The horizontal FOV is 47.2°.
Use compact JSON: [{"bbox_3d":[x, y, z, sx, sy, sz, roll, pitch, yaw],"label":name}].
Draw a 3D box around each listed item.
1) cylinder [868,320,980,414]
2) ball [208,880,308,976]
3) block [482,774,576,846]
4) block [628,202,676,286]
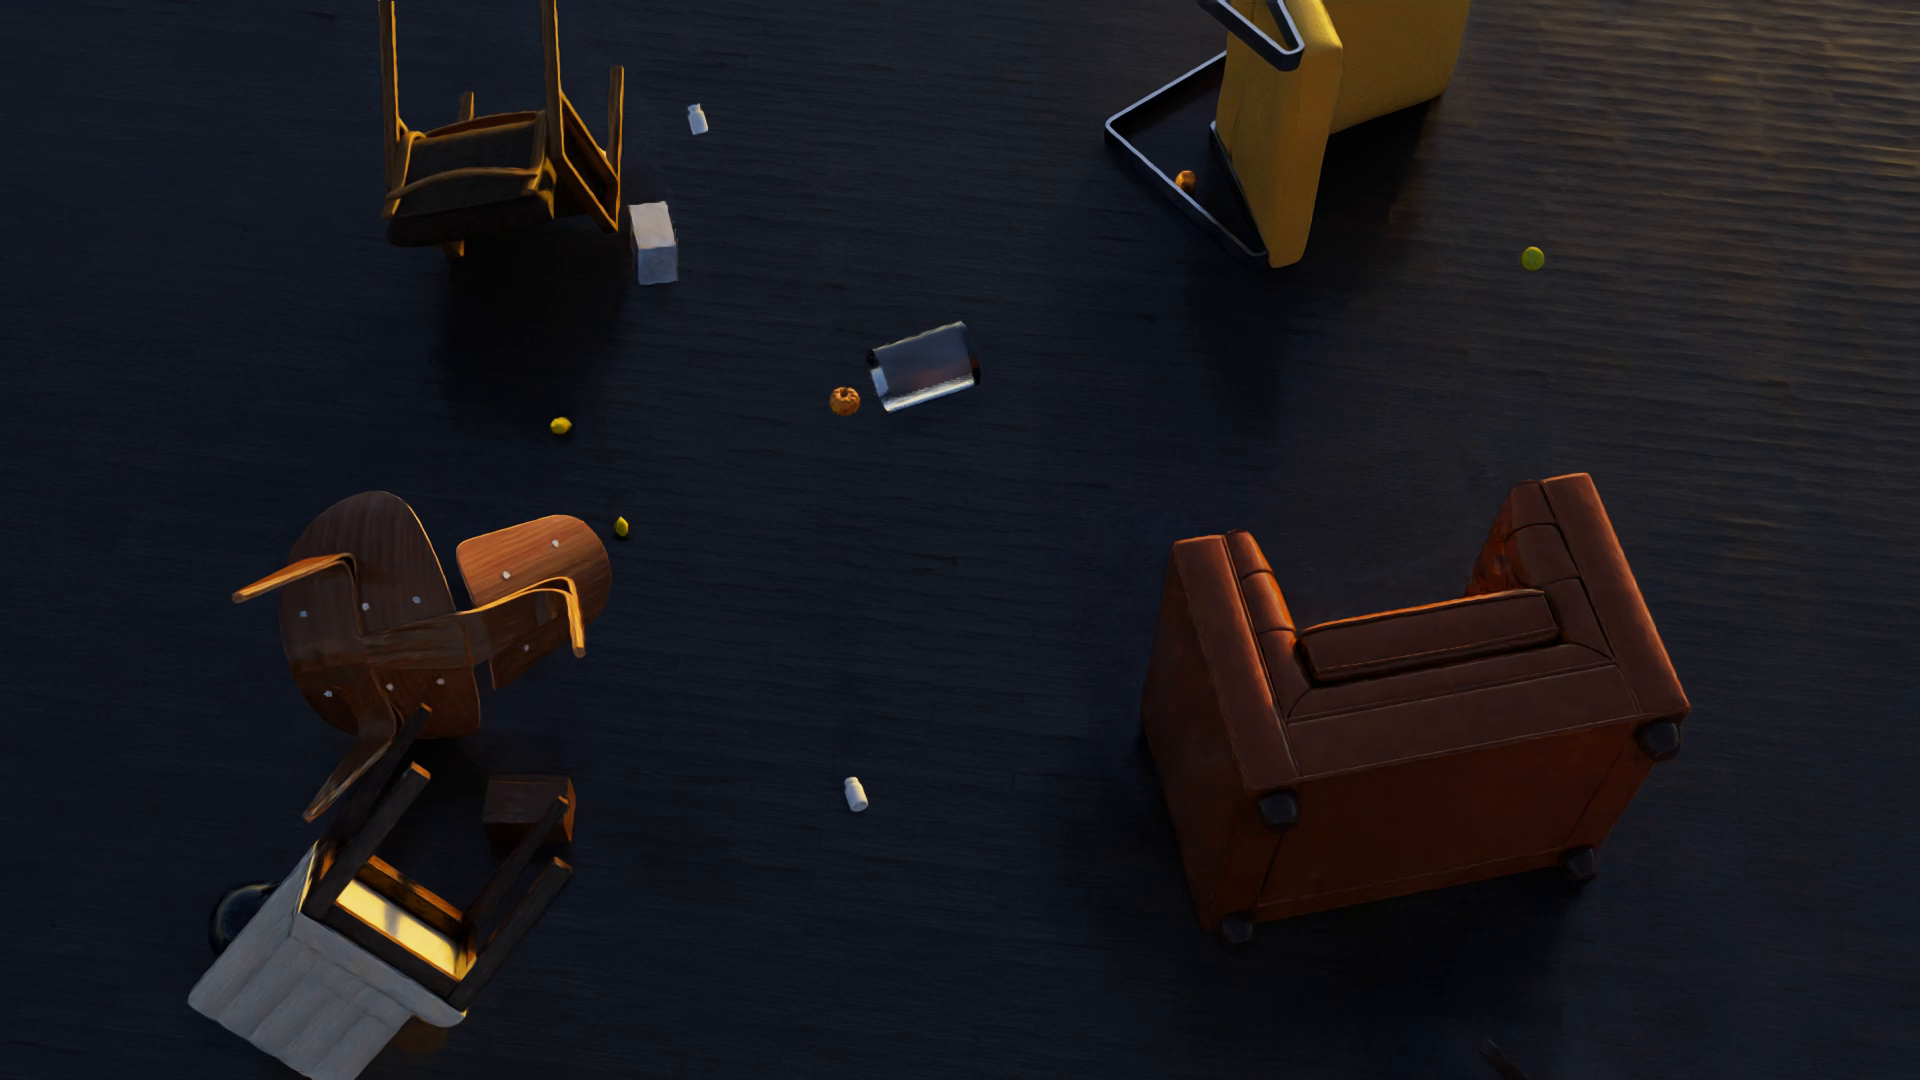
[{"bbox_3d":[-0.111,-0.537,6.815,0.297,0.188,0.210,-19,102,-12],"label":"cylinder"},{"bbox_3d":[-1.834,1.013,5.745,0.248,0.248,0.248,0,56,0],"label":"ball"},{"bbox_3d":[-1.173,0.736,5.999,0.218,0.135,0.143,1,56,0],"label":"block"},{"bbox_3d":[-0.993,-0.958,7.107,0.121,0.170,0.195,-8,56,-13],"label":"block"}]
